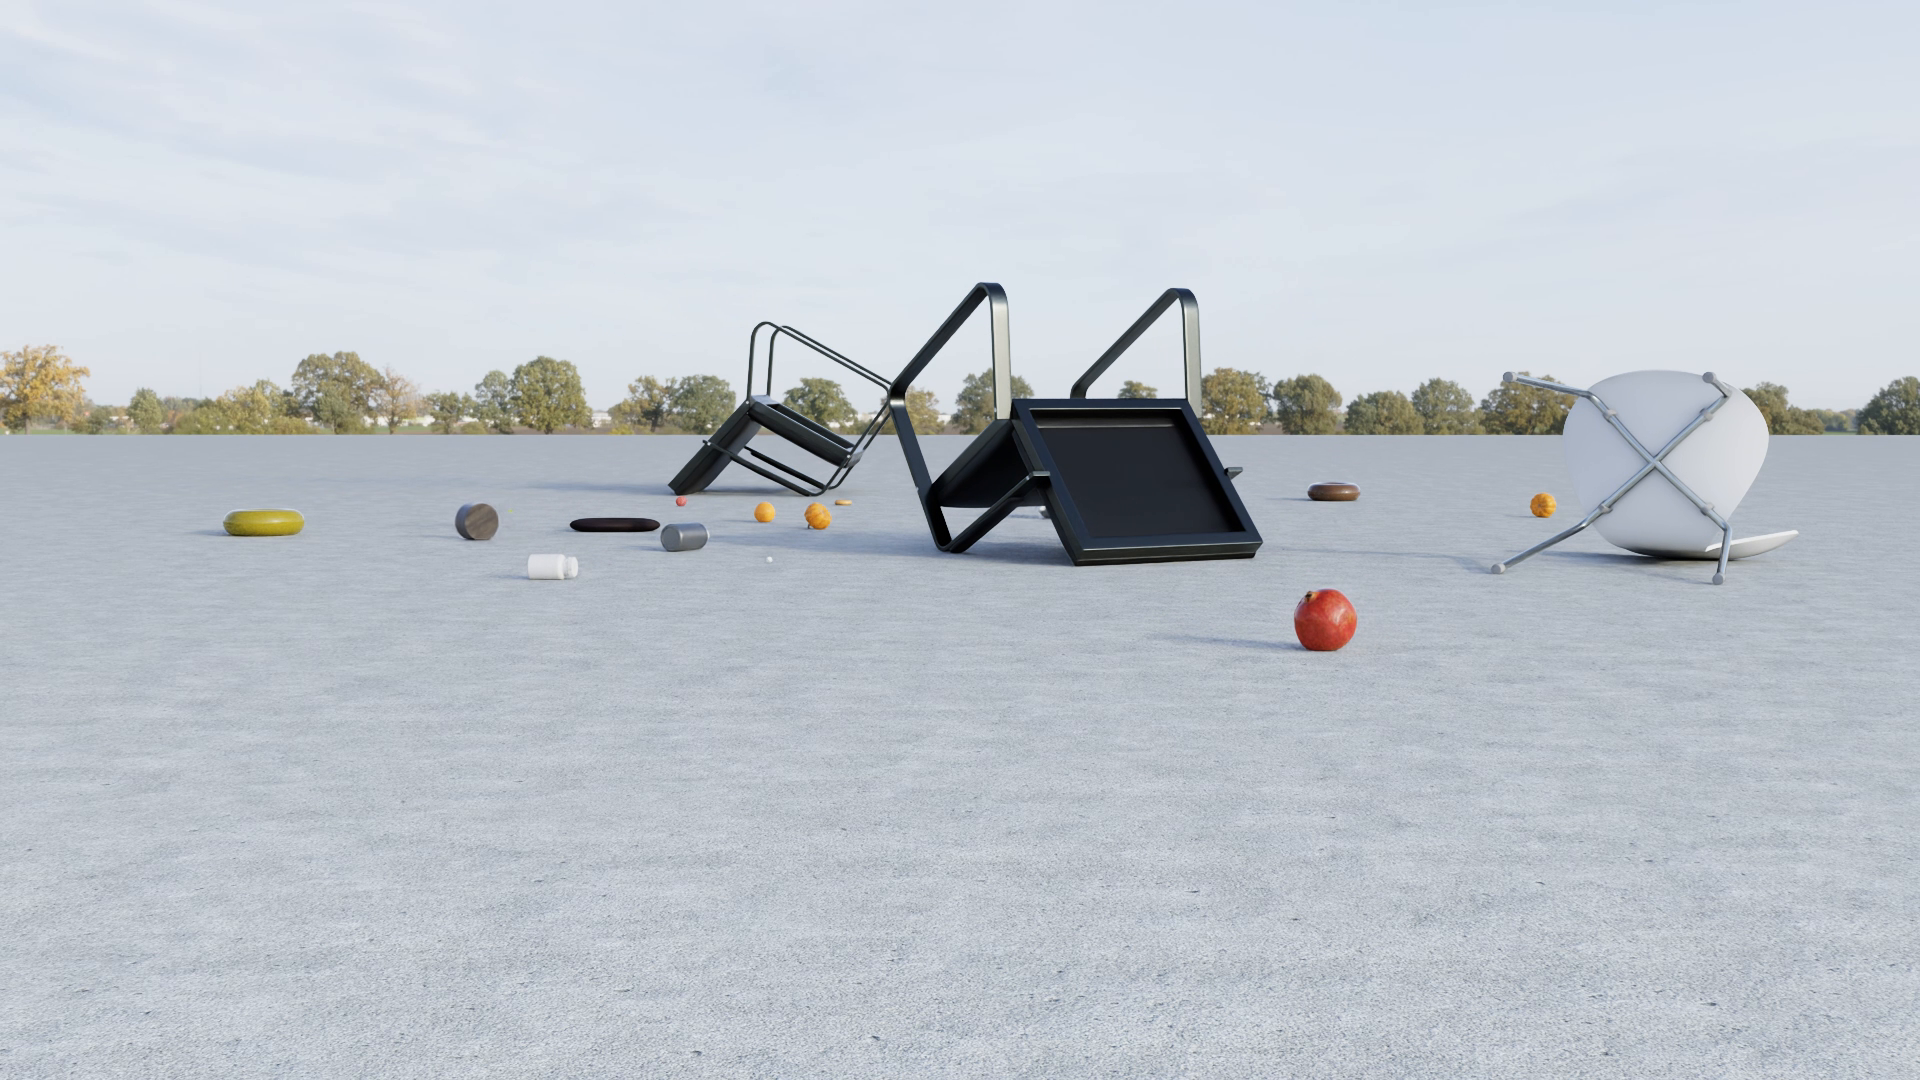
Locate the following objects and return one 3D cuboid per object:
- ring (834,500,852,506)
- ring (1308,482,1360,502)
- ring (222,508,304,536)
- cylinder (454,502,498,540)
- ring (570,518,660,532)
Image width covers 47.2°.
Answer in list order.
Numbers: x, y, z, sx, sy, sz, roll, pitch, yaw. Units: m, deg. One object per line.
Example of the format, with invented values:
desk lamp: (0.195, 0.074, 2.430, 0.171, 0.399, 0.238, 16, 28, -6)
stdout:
ring: (-0.453, -0.146, 8.521, 0.068, 0.021, 0.061, 0, 5, -15)
ring: (1.508, -0.194, 8.870, 0.214, 0.071, 0.215, -5, 8, -44)
ring: (-2.145, -0.055, 6.779, 0.240, 0.080, 0.242, 3, 4, 45)
cylinder: (-1.434, -0.055, 6.530, 0.111, 0.113, 0.063, -36, 25, -33)
ring: (-1.091, -0.047, 6.953, 0.285, 0.040, 0.152, 0, 5, -6)
